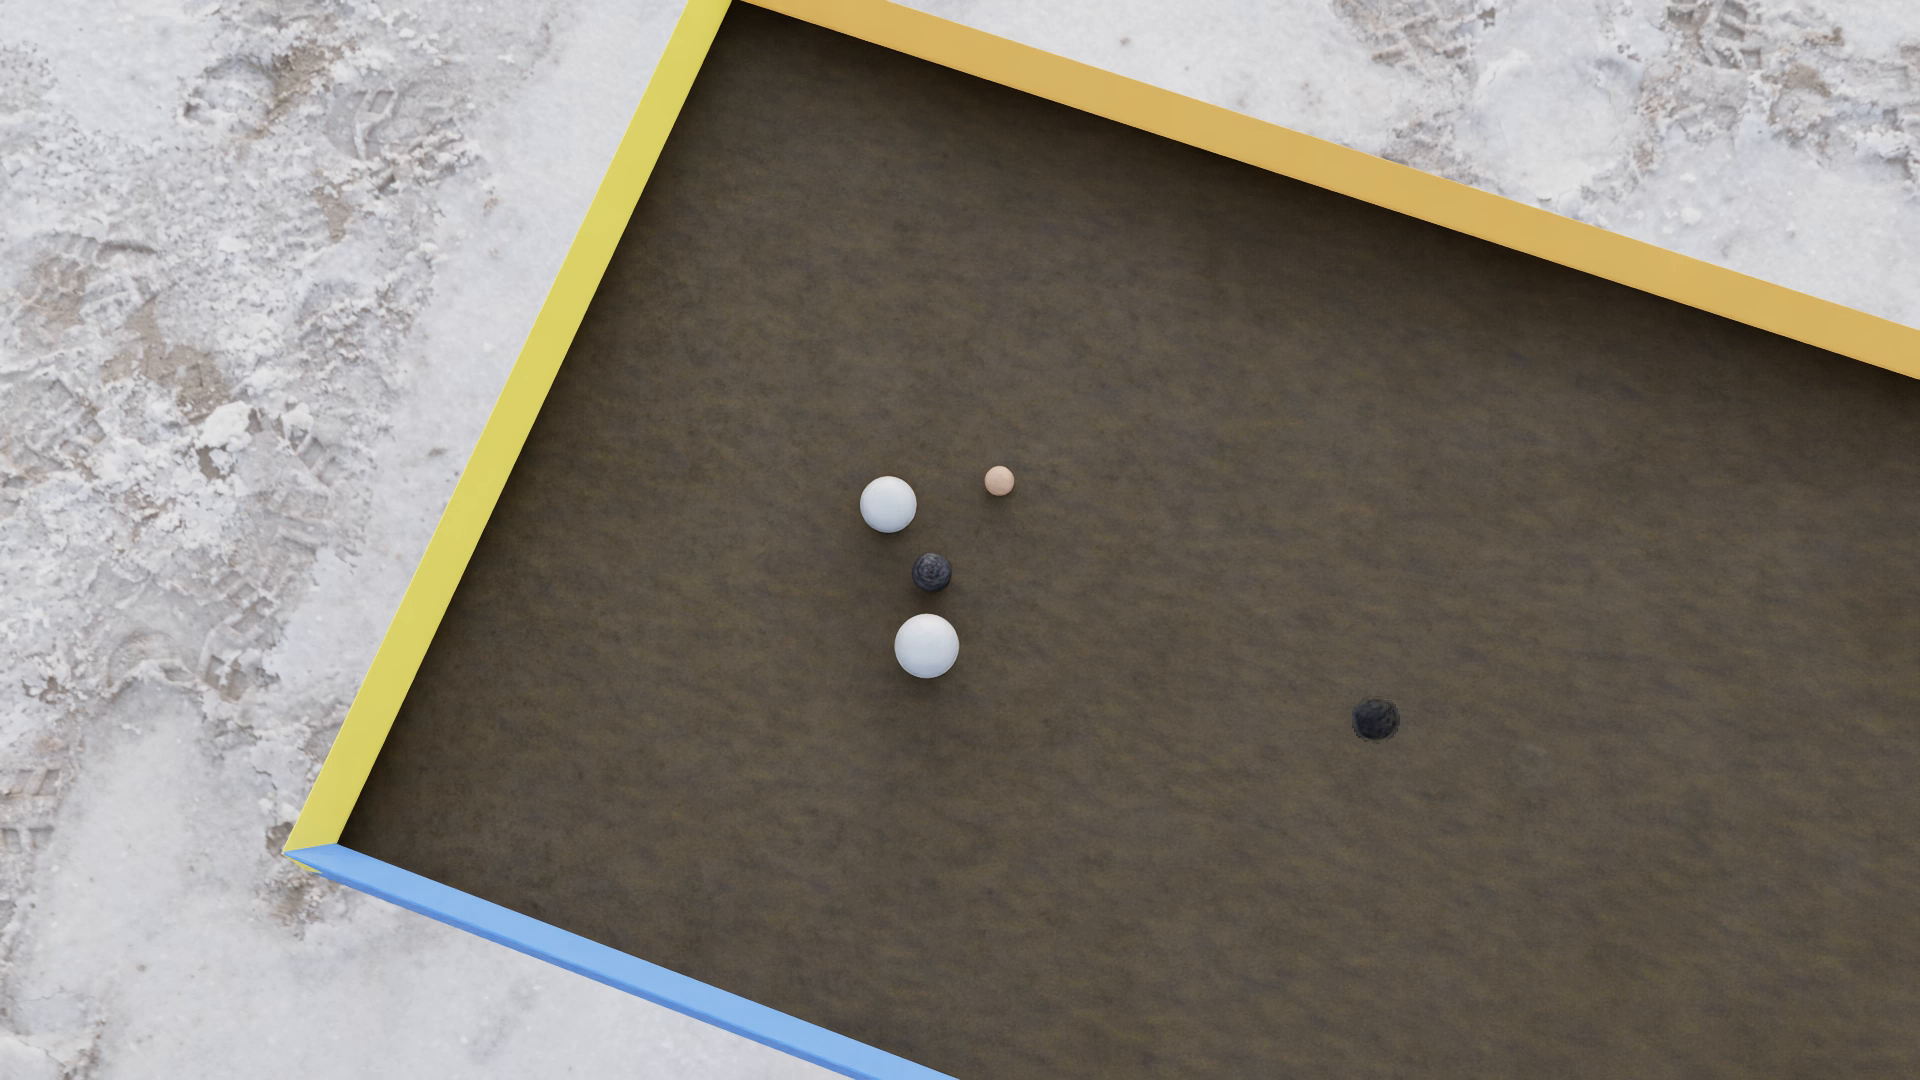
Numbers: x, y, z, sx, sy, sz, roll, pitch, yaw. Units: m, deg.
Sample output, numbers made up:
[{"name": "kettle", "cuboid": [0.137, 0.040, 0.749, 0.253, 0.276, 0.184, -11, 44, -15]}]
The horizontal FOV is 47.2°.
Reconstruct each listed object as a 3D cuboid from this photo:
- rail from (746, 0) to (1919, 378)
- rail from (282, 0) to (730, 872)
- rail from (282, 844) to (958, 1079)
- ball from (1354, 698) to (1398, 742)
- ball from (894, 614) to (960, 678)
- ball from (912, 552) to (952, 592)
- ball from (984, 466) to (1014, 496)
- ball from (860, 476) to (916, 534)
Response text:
[{"name": "rail", "cuboid": [0.971, -0.471, 3.564, 2.965, 0.129, 0.045, 19, 72, 7]}, {"name": "rail", "cuboid": [-0.673, -0.244, 3.484, 0.045, 0.129, 1.638, 19, 72, 7]}, {"name": "rail", "cuboid": [0.420, 0.936, 3.067, 2.965, 0.129, 0.045, 19, 72, 7]}, {"name": "ball", "cuboid": [0.630, 0.273, 3.336, 0.065, 0.065, 0.065, 0, 71, 0]}, {"name": "ball", "cuboid": [-0.051, 0.162, 3.357, 0.099, 0.099, 0.099, 0, 71, 0]}, {"name": "ball", "cuboid": [-0.044, 0.050, 3.416, 0.062, 0.062, 0.062, 0, 71, 0]}, {"name": "ball", "cuboid": [0.062, -0.093, 3.475, 0.047, 0.047, 0.047, 0, 71, 0]}, {"name": "ball", "cuboid": [-0.112, -0.055, 3.439, 0.089, 0.089, 0.089, 0, 71, 0]}]
